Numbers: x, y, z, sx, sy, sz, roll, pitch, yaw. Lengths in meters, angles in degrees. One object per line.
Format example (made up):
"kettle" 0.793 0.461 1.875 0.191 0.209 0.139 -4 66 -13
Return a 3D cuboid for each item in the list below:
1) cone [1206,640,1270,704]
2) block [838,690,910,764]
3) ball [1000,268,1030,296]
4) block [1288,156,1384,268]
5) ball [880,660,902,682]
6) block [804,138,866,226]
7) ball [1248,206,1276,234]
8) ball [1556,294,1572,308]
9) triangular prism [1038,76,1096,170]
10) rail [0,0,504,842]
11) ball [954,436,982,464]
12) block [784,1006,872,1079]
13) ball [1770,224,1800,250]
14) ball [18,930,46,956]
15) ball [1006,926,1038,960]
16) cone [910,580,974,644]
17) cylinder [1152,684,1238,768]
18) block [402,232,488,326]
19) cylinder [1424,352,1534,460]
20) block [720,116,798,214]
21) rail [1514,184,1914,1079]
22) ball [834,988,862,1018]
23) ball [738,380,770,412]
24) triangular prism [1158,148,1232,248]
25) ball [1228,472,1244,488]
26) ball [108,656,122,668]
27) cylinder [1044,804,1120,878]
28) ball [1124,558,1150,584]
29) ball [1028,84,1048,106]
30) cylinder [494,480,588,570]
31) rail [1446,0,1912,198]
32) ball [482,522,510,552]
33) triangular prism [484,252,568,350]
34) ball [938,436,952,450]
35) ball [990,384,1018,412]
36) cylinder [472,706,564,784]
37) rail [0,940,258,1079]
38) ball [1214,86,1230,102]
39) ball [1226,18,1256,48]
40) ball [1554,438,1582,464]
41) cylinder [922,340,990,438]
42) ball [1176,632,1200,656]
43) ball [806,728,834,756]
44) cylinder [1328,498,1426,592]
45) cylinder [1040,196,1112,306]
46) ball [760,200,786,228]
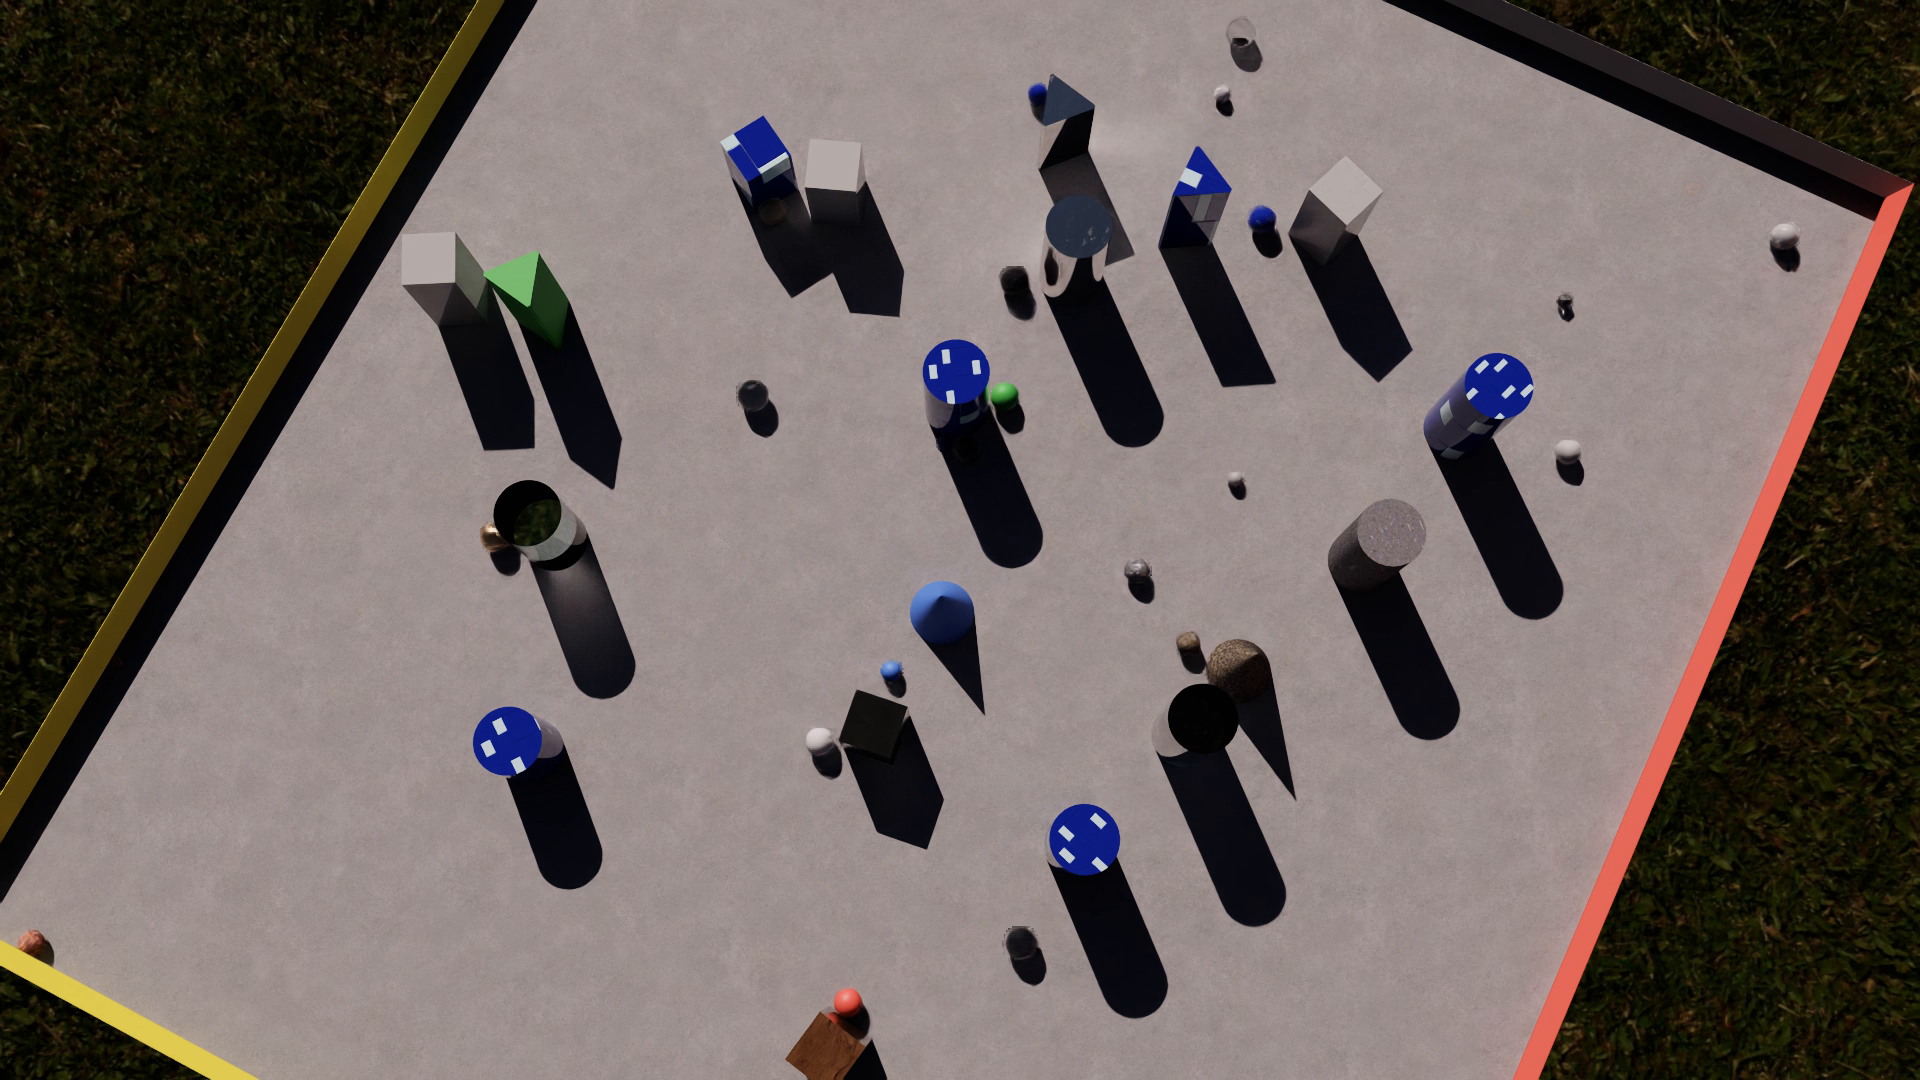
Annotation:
"cone" 0.841 0.359 5.352 0.196 0.373 0.196 0 78 0
"block" -0.249 0.551 5.381 0.157 0.238 0.157 18 79 4
"ball" 0.172 -0.808 5.737 0.092 0.092 0.092 0 78 0
"block" 1.152 -1.006 5.641 0.157 0.360 0.157 -43 81 -8
"ball" -0.207 0.394 5.504 0.062 0.062 0.062 0 78 0
"block" -0.385 -1.108 5.700 0.157 0.287 0.157 5 78 1
"ball" 0.955 -1.007 5.780 0.088 0.088 0.088 0 78 0
"ball" 1.896 -0.748 5.748 0.046 0.046 0.046 0 78 0
"triangular prism" 0.305 -1.316 5.721 0.170 0.330 0.147 -21 79 -4
"rail" -1.909 -0.928 5.743 0.045 0.127 4.684 26 80 5
"ball" 0.024 -0.275 5.630 0.085 0.085 0.085 0 78 0
"block" -0.365 1.426 5.138 0.157 0.359 0.157 36 81 7
"ball" 2.597 -0.956 5.772 0.083 0.083 0.083 0 78 0
"ball" -2.704 1.173 5.337 0.072 0.072 0.072 0 78 0
"ball" 0.179 1.173 5.325 0.096 0.096 0.096 0 78 0
"cone" -0.054 0.190 5.424 0.196 0.300 0.196 0 78 0
"cylinder" 0.672 0.539 5.279 0.196 0.443 0.196 0 78 0
"block" -1.565 -0.791 5.584 0.157 0.384 0.157 -3 78 -1
"cylinder" 1.536 -0.391 5.455 0.196 0.475 0.196 0 78 0
"block" -0.624 -1.168 5.723 0.157 0.265 0.157 -33 80 -6
"rail" 1.909 0.942 5.356 0.045 0.127 4.684 26 80 5
"ball" -0.323 1.339 5.298 0.082 0.082 0.082 0 78 0
"ball" -0.638 -0.447 5.659 0.098 0.098 0.098 0 78 0
"triangular prism" 0.708 -1.048 5.612 0.170 0.434 0.147 -4 78 -1
"ball" 0.846 -0.187 5.630 0.049 0.049 0.049 0 78 0
"ball" -2.545 0.367 5.519 0.042 0.042 0.042 0 78 0
"cylinder" 0.344 0.865 5.243 0.196 0.381 0.196 0 78 0
"ball" 0.537 0.093 5.558 0.077 0.077 0.077 0 78 0
"ball" 0.252 -1.426 5.878 0.067 0.067 0.067 0 78 0
"cylinder" -1.240 -0.039 5.434 0.196 0.373 0.196 0 78 0
"rail" 1.037 -2.024 5.969 4.317 0.127 0.045 26 80 5
"ball" -1.410 -0.008 5.572 0.090 0.090 0.090 0 78 0
"triangular prism" -1.279 -0.743 5.554 0.170 0.424 0.147 35 80 7
"ball" -0.046 -0.298 5.657 0.042 0.042 0.042 0 78 0
"ball" 0.137 -0.442 5.664 0.086 0.086 0.086 0 78 0
"cylinder" -1.283 0.600 5.341 0.196 0.297 0.196 0 78 0
"rail" -1.037 2.037 5.129 4.317 0.127 0.045 26 80 5
"ball" 0.842 -1.431 5.886 0.053 0.053 0.053 0 78 0
"ball" 0.907 -1.635 5.907 0.093 0.093 0.093 0 78 0
"ball" 1.867 -0.271 5.632 0.079 0.079 0.079 0 78 0
"cylinder" -0.011 -0.450 5.511 0.196 0.389 0.196 0 78 0
"ball" 0.689 0.312 5.515 0.071 0.071 0.071 0 78 0
"ball" -0.416 0.600 5.448 0.087 0.087 0.087 0 78 0
"cylinder" 1.222 0.022 5.394 0.196 0.426 0.196 0 78 0
"cylinder" 0.348 -0.873 5.576 0.196 0.434 0.196 0 78 0
"ball" -0.589 -1.031 5.782 0.086 0.086 0.086 0 78 0
